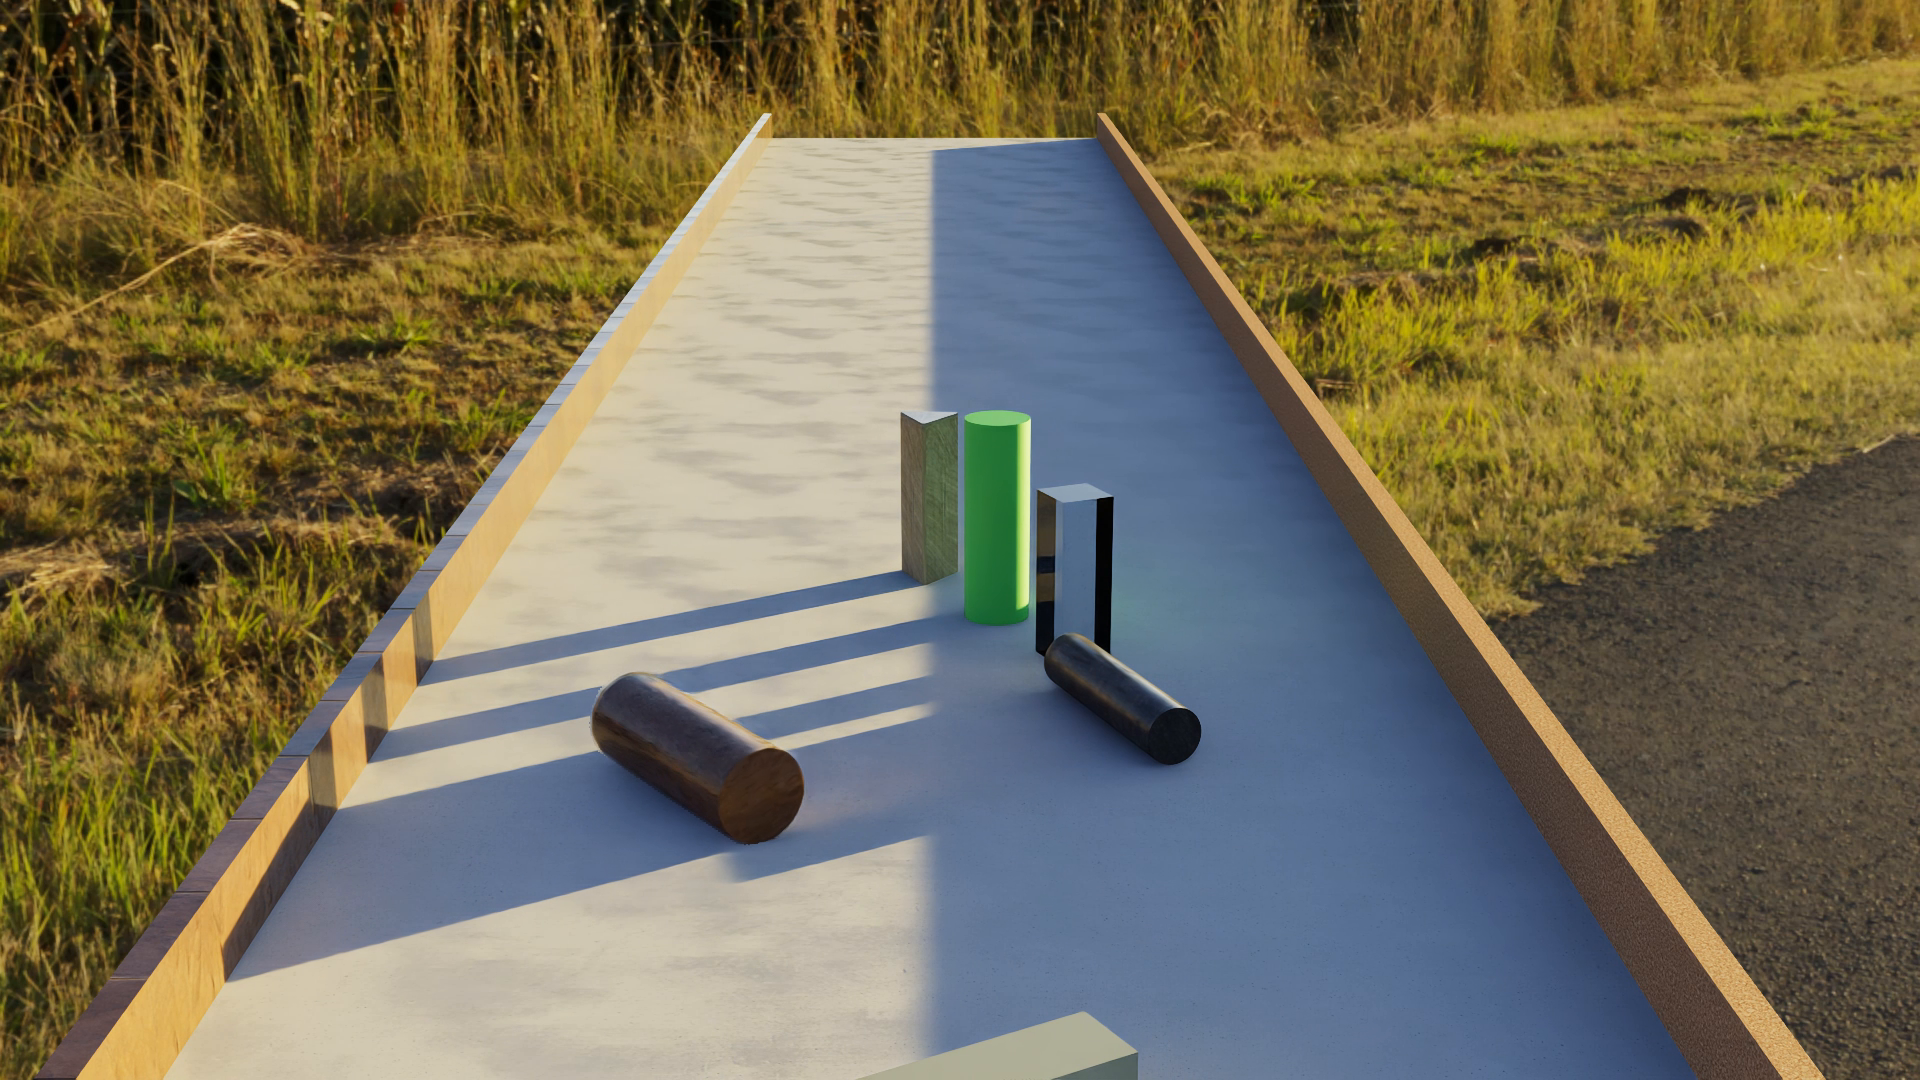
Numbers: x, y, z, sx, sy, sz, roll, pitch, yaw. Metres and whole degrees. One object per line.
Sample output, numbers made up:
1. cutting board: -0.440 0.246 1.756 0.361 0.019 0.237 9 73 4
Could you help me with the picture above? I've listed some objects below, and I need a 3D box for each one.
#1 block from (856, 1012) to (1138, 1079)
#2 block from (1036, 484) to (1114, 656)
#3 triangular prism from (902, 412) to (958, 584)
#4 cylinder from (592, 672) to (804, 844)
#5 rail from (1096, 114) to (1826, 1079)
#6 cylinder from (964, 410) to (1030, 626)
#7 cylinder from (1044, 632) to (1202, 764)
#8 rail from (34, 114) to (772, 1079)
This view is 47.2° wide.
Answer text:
1. block: 0.035 0.696 2.677 0.355 0.119 0.119 -10 19 -29
2. block: 0.228 0.070 4.394 0.112 0.341 0.112 -8 18 -24
3. triangular prism: -0.087 -0.101 4.917 0.110 0.369 0.126 12 20 34
4. cylinder: -0.450 0.362 3.724 0.162 0.162 0.445 -12 20 -34
5. rail: 0.932 -0.844 7.801 0.050 0.150 12.000 0 17 -1
6. cylinder: 0.078 -0.047 4.627 0.137 0.432 0.137 0 17 0
7. cylinder: 0.295 0.288 4.067 0.107 0.107 0.437 -7 18 -21
8. rail: -1.118 -0.838 7.780 0.050 0.150 12.000 0 17 -1
